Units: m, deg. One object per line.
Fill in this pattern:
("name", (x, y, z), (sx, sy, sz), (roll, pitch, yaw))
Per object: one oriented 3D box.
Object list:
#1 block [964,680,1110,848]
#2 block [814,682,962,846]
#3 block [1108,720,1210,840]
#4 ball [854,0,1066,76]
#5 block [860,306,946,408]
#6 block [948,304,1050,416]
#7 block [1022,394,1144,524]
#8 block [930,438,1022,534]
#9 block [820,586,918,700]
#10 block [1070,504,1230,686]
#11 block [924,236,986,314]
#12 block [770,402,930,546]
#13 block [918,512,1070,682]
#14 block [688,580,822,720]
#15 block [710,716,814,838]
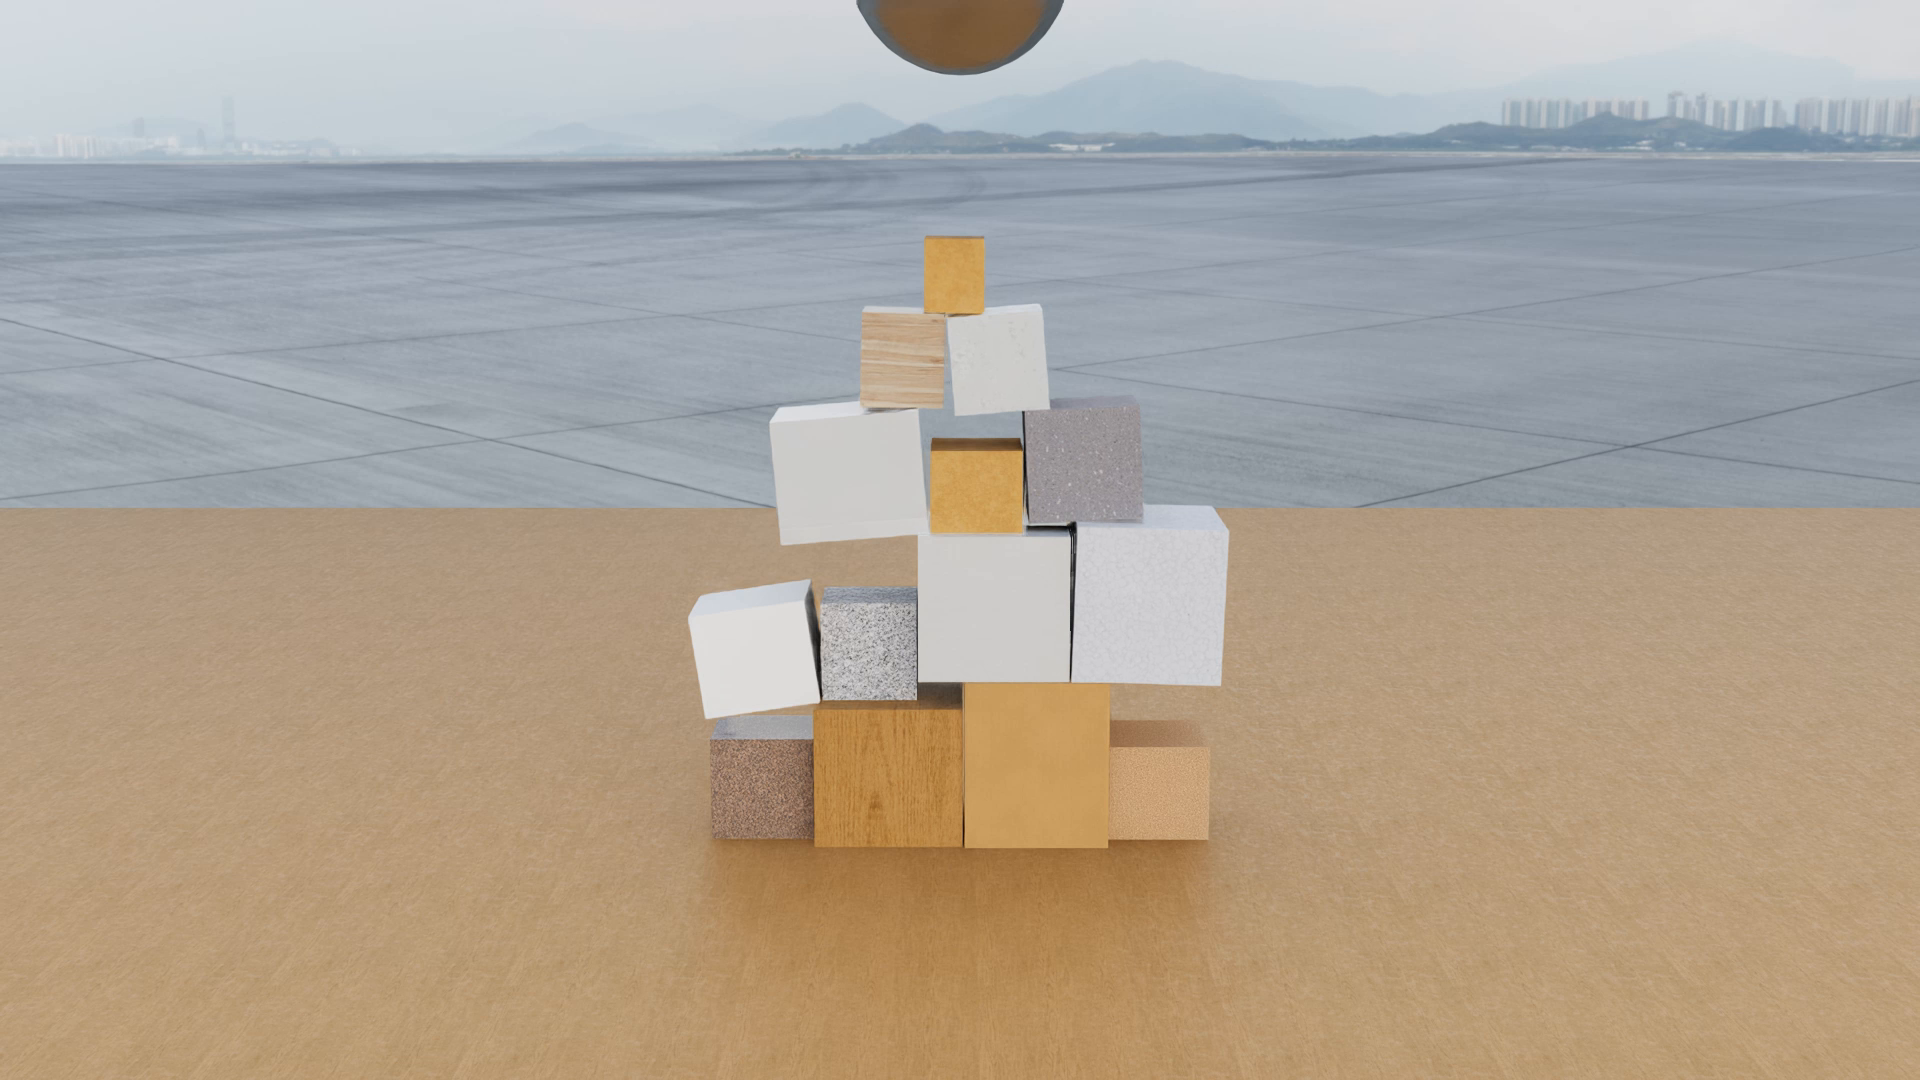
("block", (0.384, 1.060, 11.358), (0.720, 0.850, 0.781), (0, 10, 0))
("block", (-0.359, 1.124, 11.397), (0.745, 0.711, 0.794), (0, 10, 0))
("block", (1.009, 1.238, 11.400), (0.510, 0.485, 0.527), (0, 10, 0))
("ball", (0.000, -4.125, 15.670), (1.600, 1.600, 1.600), (0, 10, 0))
("block", (-0.282, -0.919, 11.025), (0.411, 0.465, 0.406), (2, 10, 0))
("block", (0.190, -0.907, 11.023), (0.469, 0.485, 0.456), (-5, 10, 1))
("block", (0.615, -0.412, 11.101), (0.568, 0.563, 0.484), (-3, 10, 0))
("block", (0.082, -0.281, 11.116), (0.455, 0.410, 0.496), (0, 10, 0))
("block", (-0.459, 0.527, 11.291), (0.482, 0.500, 0.418), (0, 10, 0))
("block", (0.937, 0.263, 11.219), (0.743, 0.781, 0.753), (2, 10, 0))
("block", (-0.027, -1.324, 10.955), (0.296, 0.364, 0.333), (0, 10, 0))
("block", (-0.545, -0.357, 11.119), (0.732, 0.612, 0.608), (-5, 10, 1))
("block", (0.168, 0.279, 11.231), (0.751, 0.733, 0.746), (0, 10, 0))
("block", (-1.030, 0.554, 11.294), (0.586, 0.530, 0.544), (-8, 10, 2))
("block", (-1.002, 1.221, 11.389), (0.522, 0.522, 0.476), (0, 10, 0))
